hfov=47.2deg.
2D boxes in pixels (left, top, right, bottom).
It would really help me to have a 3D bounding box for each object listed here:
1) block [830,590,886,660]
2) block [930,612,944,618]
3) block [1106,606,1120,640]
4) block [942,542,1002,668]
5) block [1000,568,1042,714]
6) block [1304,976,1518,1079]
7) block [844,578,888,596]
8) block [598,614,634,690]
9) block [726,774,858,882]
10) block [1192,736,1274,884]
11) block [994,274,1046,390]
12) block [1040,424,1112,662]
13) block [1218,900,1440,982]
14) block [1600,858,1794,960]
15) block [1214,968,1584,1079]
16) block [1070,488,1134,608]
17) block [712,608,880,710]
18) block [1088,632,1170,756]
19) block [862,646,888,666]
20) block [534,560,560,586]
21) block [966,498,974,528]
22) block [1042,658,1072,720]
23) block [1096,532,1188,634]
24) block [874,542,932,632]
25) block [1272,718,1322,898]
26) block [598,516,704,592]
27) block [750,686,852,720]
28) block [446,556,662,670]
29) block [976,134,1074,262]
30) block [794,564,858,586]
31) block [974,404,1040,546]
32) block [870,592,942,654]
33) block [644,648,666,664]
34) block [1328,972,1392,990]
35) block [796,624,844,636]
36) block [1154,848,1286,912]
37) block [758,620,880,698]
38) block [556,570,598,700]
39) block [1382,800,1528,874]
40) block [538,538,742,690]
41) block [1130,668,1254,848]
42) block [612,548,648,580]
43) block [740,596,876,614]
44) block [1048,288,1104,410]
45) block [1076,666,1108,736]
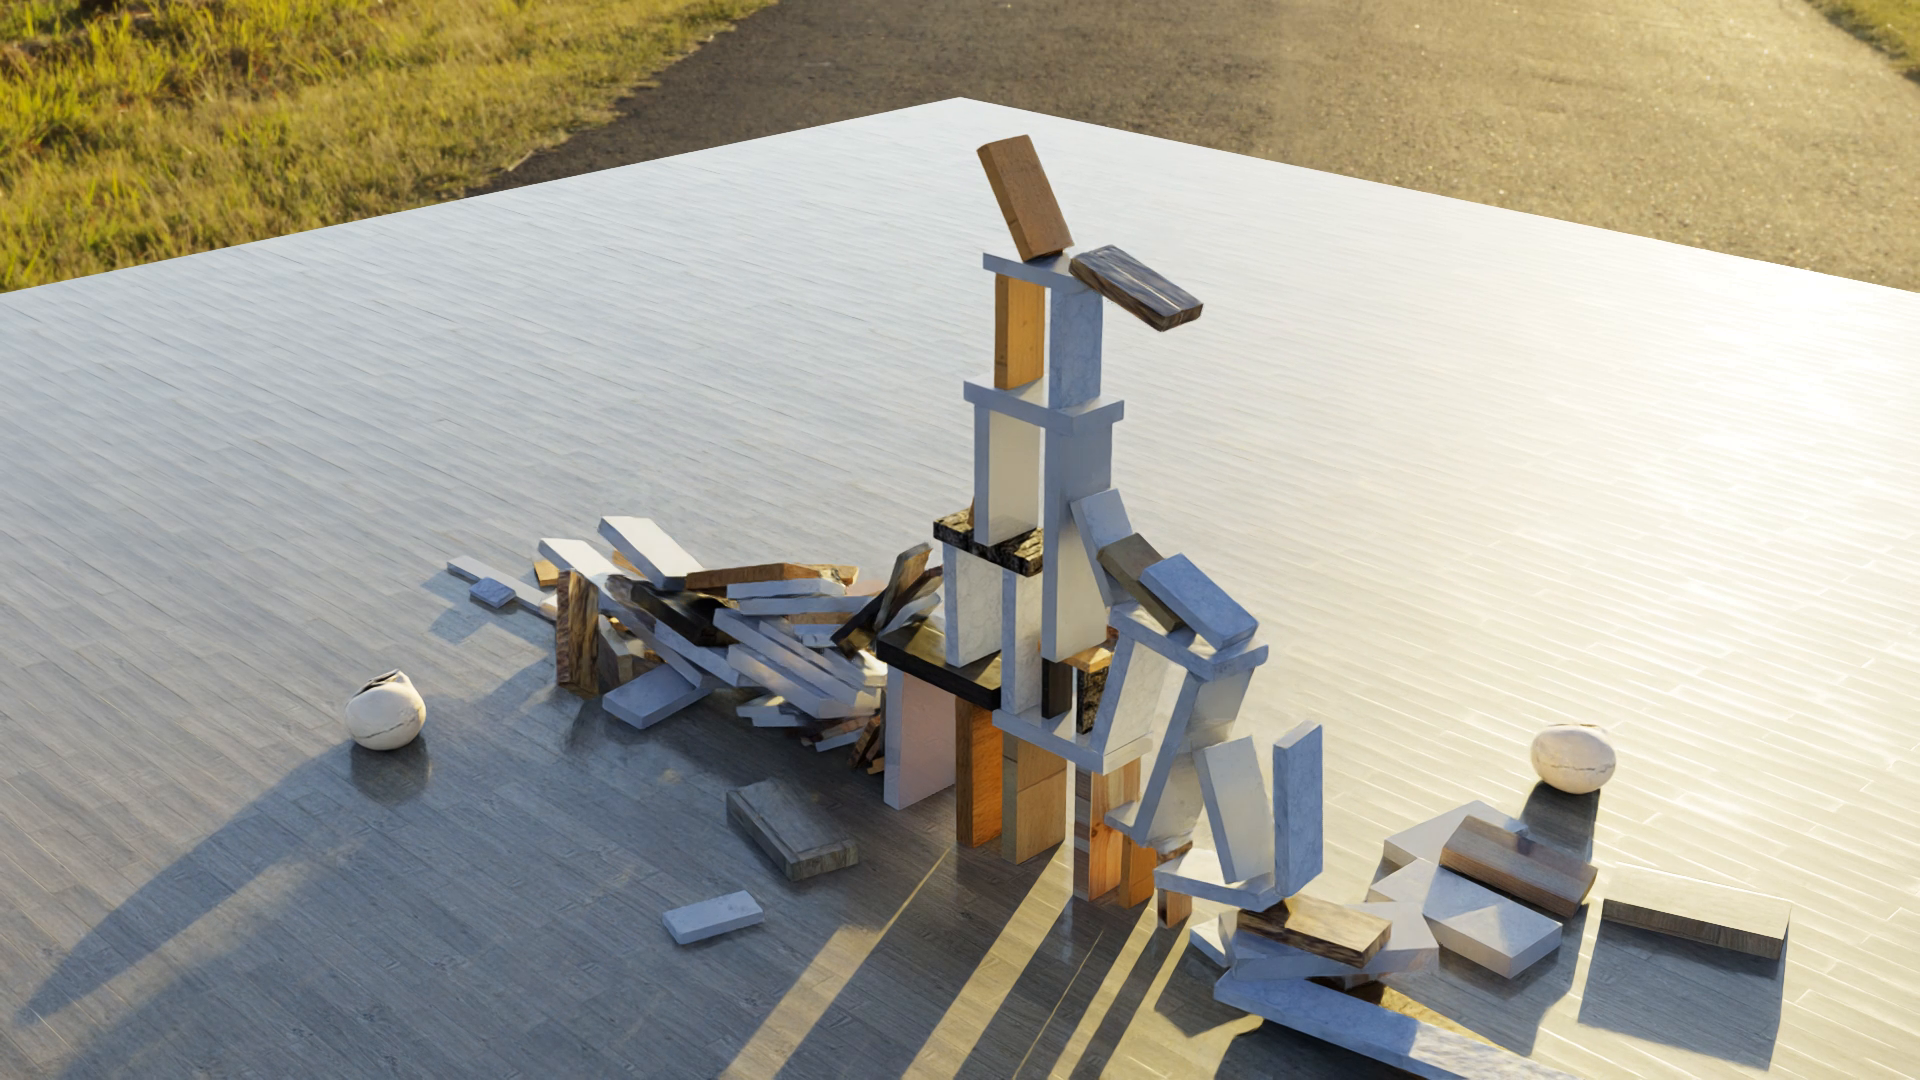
[{"bbox_3d":[-0.174,0.159,4.482,0.190,0.083,0.024,-41,61,-4],"label":"block"},{"bbox_3d":[-0.041,0.195,5.274,0.142,0.020,0.071,-8,24,-18],"label":"block"},{"bbox_3d":[0.384,0.188,5.266,0.284,0.040,0.142,-1,23,-3],"label":"block"},{"bbox_3d":[0.027,0.108,4.244,0.035,0.250,0.125,19,29,42],"label":"block"},{"bbox_3d":[0.134,0.173,4.152,0.035,0.294,0.125,21,31,40],"label":"block"},{"bbox_3d":[0.976,0.933,3.514,0.133,0.038,1.119,-20,30,-38],"label":"block"},{"bbox_3d":[-0.248,0.131,5.426,0.142,0.020,0.071,-15,27,-31],"label":"block"},{"bbox_3d":[-0.790,0.266,4.990,0.032,0.113,0.226,-10,25,-22],"label":"block"},{"bbox_3d":[-0.336,0.569,4.369,0.142,0.040,0.318,-12,26,-26],"label":"block"},{"bbox_3d":[0.492,0.475,3.885,0.119,0.238,0.034,-12,-4,-38],"label":"block"},{"bbox_3d":[0.107,-0.384,3.935,0.030,0.213,0.107,19,29,36],"label":"block"},{"bbox_3d":[0.211,-0.005,3.989,0.135,0.449,0.038,-21,31,-40],"label":"block"},{"bbox_3d":[0.646,0.704,3.870,0.356,0.045,0.158,-2,21,-4],"label":"block"},{"bbox_3d":[1.371,0.684,4.091,0.317,0.045,0.158,11,25,24],"label":"block"},{"bbox_3d":[0.806,0.853,3.616,0.825,0.029,0.102,15,28,31],"label":"block"},{"bbox_3d":[0.271,0.013,3.935,0.099,0.197,0.028,-17,-2,-40],"label":"block"},{"bbox_3d":[-0.329,0.249,4.735,0.138,0.039,0.509,0,18,-43],"label":"block"},{"bbox_3d":[0.317,0.259,3.990,0.037,0.262,0.131,36,40,31],"label":"block"},{"bbox_3d":[-0.183,0.252,4.864,0.234,0.117,0.033,6,22,27],"label":"block"},{"bbox_3d":[-1.037,0.083,5.544,0.059,0.017,0.119,-7,24,-16],"label":"block"},{"bbox_3d":[0.058,-0.092,4.125,0.070,0.140,0.020,-21,47,-40],"label":"block"},{"bbox_3d":[0.183,0.266,4.142,0.066,0.131,0.019,-21,31,-41],"label":"block"},{"bbox_3d":[0.341,0.074,3.867,0.099,0.028,0.197,-21,57,-40],"label":"block"},{"bbox_3d":[-0.116,0.098,4.407,0.070,0.236,0.020,-25,61,-34],"label":"block"},{"bbox_3d":[0.585,0.465,3.806,0.030,0.297,0.106,16,31,39],"label":"block"},{"bbox_3d":[-0.715,0.032,5.145,0.138,0.039,0.275,1,29,-47],"label":"block"},{"bbox_3d":[-0.354,0.315,4.956,0.175,0.050,0.351,-16,28,-33],"label":"block"},{"bbox_3d":[-0.952,0.181,5.313,0.932,0.016,0.058,21,31,40],"label":"block"},{"bbox_3d":[0.115,-0.597,3.838,0.106,0.212,0.030,-21,-2,-41],"label":"block"},{"bbox_3d":[-0.341,0.088,5.525,0.159,0.023,0.080,2,23,5],"label":"block"},{"bbox_3d":[0.087,-0.135,4.063,0.038,0.269,0.135,21,31,41],"label":"block"},{"bbox_3d":[-0.111,0.167,4.446,0.083,0.167,0.024,-21,73,-42],"label":"block"},{"bbox_3d":[-0.676,0.254,5.101,0.058,0.016,0.115,12,22,24],"label":"block"},{"bbox_3d":[0.662,0.726,3.916,0.102,0.029,0.204,-12,24,-27],"label":"block"},{"bbox_3d":[-0.260,0.189,4.631,0.161,0.023,0.081,-2,-4,38],"label":"block"},{"bbox_3d":[0.477,0.608,3.944,0.238,0.034,0.119,6,19,45],"label":"block"},{"bbox_3d":[-0.274,0.249,4.655,0.081,0.023,0.405,0,18,-43],"label":"block"},{"bbox_3d":[-0.856,0.212,4.925,0.032,0.113,0.269,-15,62,21],"label":"block"},{"bbox_3d":[0.974,0.591,4.320,0.265,0.038,0.133,-16,28,-33],"label":"block"},{"bbox_3d":[-0.758,0.165,5.159,0.119,0.034,0.783,3,21,-41],"label":"block"},{"bbox_3d":[0.412,0.377,3.910,0.131,0.408,0.037,-16,47,-34],"label":"block"},{"bbox_3d":[-0.723,0.067,5.269,0.119,0.034,0.238,4,10,-38],"label":"block"},{"bbox_3d":[-0.290,0.140,4.723,0.117,0.033,0.453,0,-3,-43],"label":"block"},{"bbox_3d":[0.203,-0.346,3.848,0.030,0.213,0.107,20,30,39],"label":"block"},{"bbox_3d":[0.245,0.290,4.085,0.066,0.131,0.019,-21,31,-41],"label":"block"}]
